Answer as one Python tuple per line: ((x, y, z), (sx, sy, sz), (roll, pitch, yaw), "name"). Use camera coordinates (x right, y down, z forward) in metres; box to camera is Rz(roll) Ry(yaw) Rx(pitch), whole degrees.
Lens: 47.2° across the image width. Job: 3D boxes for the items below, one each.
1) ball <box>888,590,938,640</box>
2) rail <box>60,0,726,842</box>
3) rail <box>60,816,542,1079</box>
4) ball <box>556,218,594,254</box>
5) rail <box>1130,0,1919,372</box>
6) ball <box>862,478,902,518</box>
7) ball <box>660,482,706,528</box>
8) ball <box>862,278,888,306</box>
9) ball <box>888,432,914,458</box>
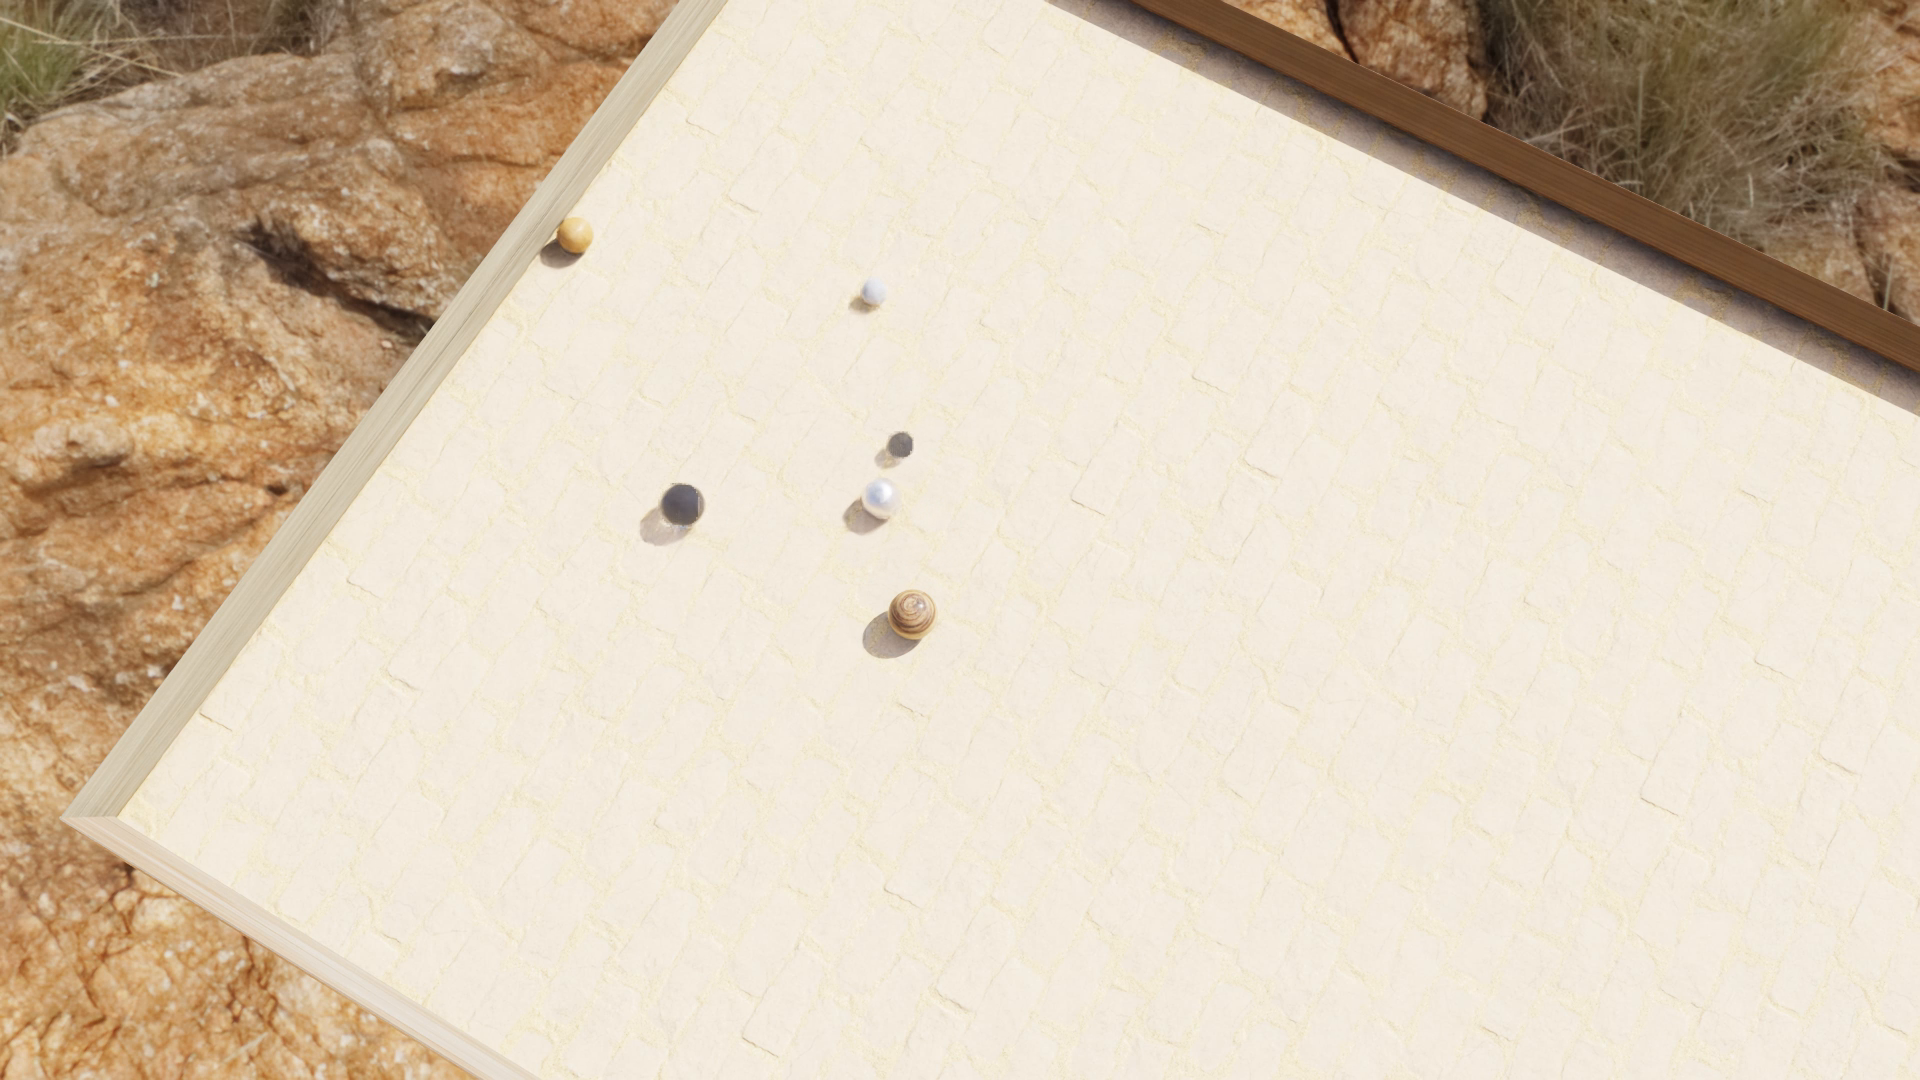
((-0.074, 0.117, 3.452), (0.080, 0.080, 0.080), (0, 67, 0), "ball")
((-0.773, -0.421, 3.663), (0.045, 0.103, 2.166), (28, 70, 11), "rail")
((0.262, 1.261, 2.959), (3.665, 0.103, 0.045), (28, 70, 11), "rail")
((-0.653, -0.516, 3.726), (0.062, 0.062, 0.062), (0, 67, 0), "ball")
((1.324, -0.431, 3.667), (3.665, 0.103, 0.045), (28, 70, 11), "rail")
((-0.125, -0.067, 3.537), (0.065, 0.065, 0.065), (0, 67, 0), "ball")
((-0.444, -0.055, 3.527), (0.073, 0.073, 0.073), (0, 67, 0), "ball")
((-0.143, -0.416, 3.694), (0.045, 0.045, 0.045), (0, 67, 0), "ball")
((-0.096, -0.154, 3.584), (0.044, 0.044, 0.044), (0, 67, 0), "ball")
